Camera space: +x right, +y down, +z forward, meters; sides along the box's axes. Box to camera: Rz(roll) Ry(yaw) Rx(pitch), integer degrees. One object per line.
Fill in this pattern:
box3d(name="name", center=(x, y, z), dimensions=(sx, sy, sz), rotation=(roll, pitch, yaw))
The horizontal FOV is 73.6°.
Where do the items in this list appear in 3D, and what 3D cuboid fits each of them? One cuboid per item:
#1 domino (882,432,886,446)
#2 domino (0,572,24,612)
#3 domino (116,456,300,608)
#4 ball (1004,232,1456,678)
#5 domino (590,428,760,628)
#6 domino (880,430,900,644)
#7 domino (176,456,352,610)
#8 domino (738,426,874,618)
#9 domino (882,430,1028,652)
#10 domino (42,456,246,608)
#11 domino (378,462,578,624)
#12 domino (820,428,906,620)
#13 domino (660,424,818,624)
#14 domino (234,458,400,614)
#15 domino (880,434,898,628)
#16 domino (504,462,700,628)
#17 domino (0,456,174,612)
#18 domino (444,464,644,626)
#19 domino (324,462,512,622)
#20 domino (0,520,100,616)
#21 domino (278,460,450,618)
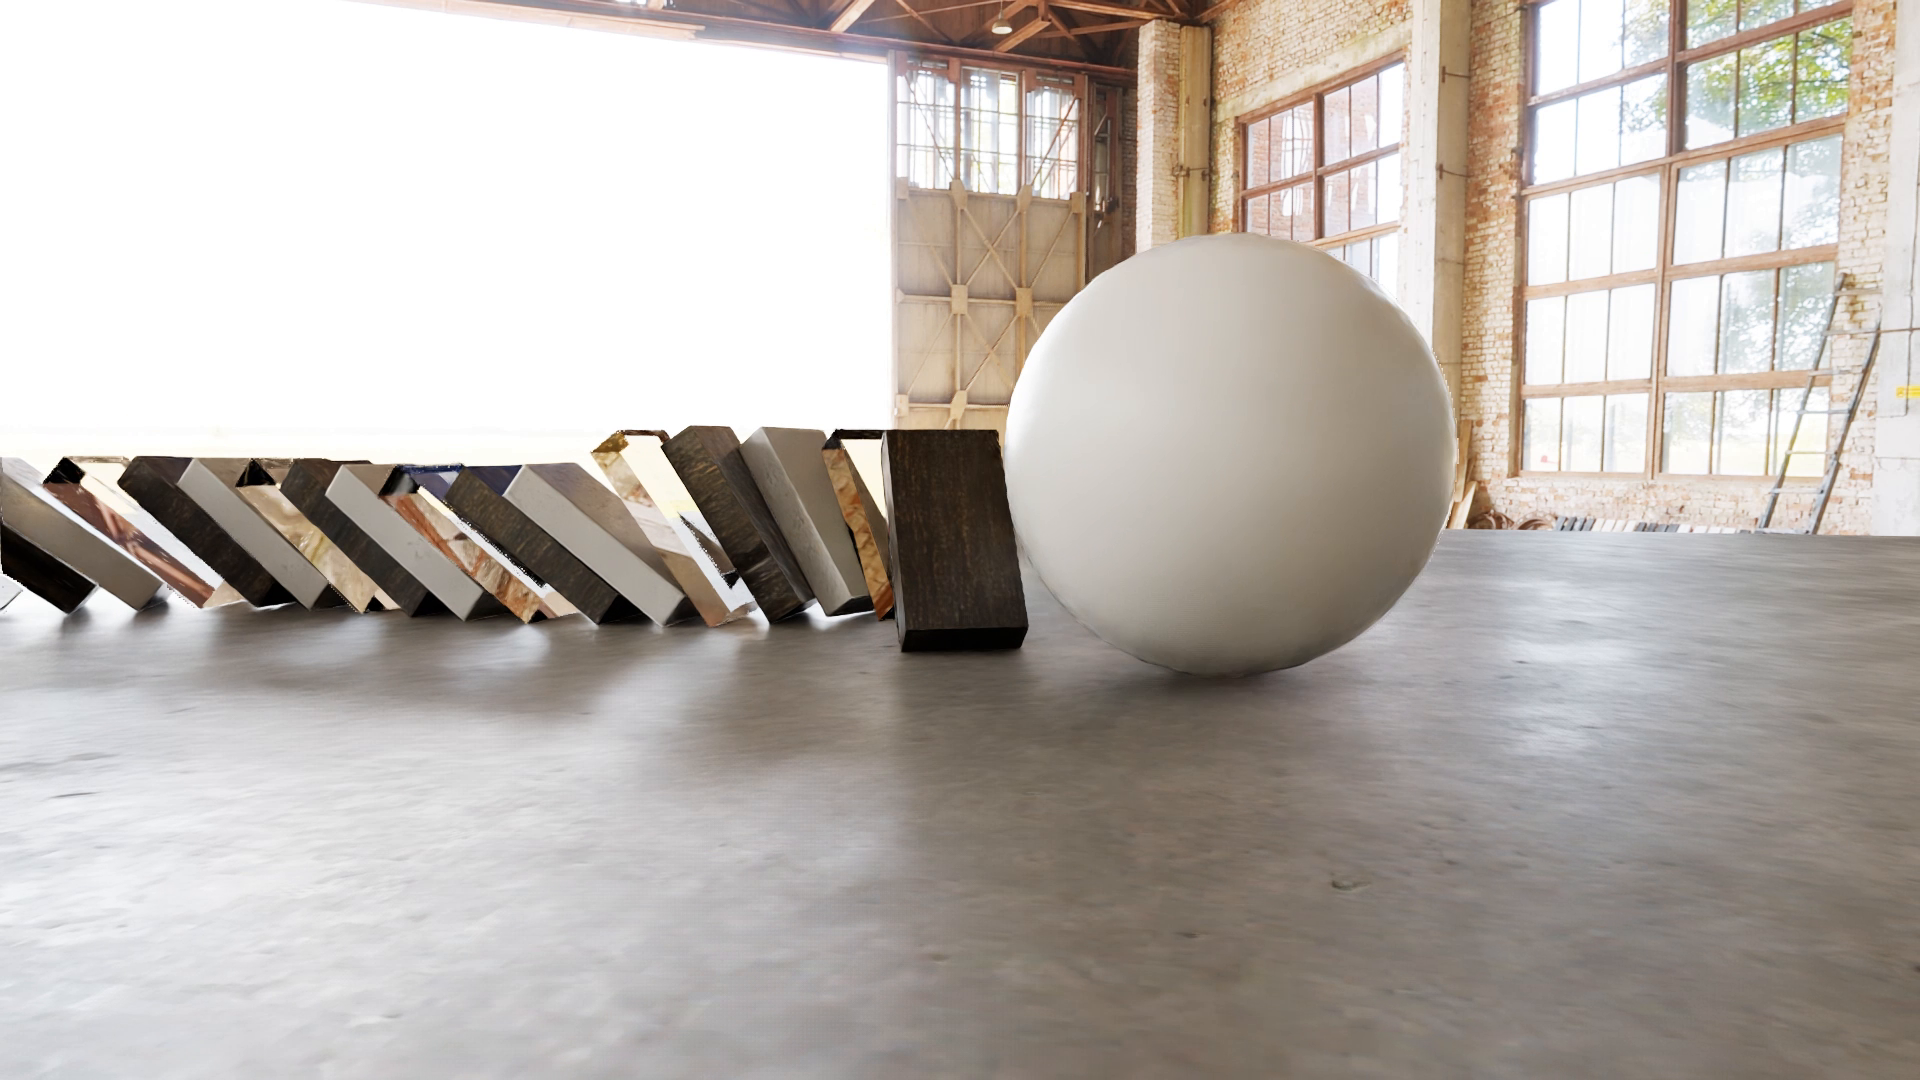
box3d(name="domino", center=(-0.003, -0.003, 0.297), dimensions=(0.025, 0.050, 0.010), rotation=(-1, -33, -11))
box3d(name="domino", center=(-0.254, -0.001, 0.310), dimensions=(0.050, 0.010, 0.025), rotation=(45, -21, -29))
box3d(name="domino", center=(-0.194, -0.003, 0.341), dimensions=(0.050, 0.009, 0.025), rotation=(40, 7, 4))
box3d(name="ball", center=(0.048, -0.015, 0.234), dimensions=(0.080, 0.080, 0.080), rotation=(0, 4, 0))
box3d(name="domino", center=(-0.066, -0.004, 0.309), dimensions=(0.010, 0.050, 0.025), rotation=(-36, -4, 12))
box3d(name="domino", center=(-0.003, -0.002, 0.285), dimensions=(0.025, 0.050, 0.009), rotation=(-1, -32, -11))
box3d(name="domino", center=(-0.178, -0.002, 0.339), dimensions=(0.050, 0.010, 0.025), rotation=(40, 11, 8))
box3d(name="domino", center=(-0.034, -0.005, 0.325), dimensions=(0.009, 0.050, 0.025), rotation=(-38, -17, 28))
box3d(name="domino", center=(-0.002, -0.001, 0.274), dimensions=(0.025, 0.050, 0.010), rotation=(-1, -32, -11))
box3d(name="domino", center=(-0.211, -0.003, 0.339), dimensions=(0.050, 0.009, 0.025), rotation=(40, 1, -4))
box3d(name="domino", center=(-0.116, 0.000, 0.318), dimensions=(0.050, 0.010, 0.025), rotation=(38, 13, 9))
box3d(name="domino", center=(-0.015, -0.005, 0.322), dimensions=(0.025, 0.050, 0.010), rotation=(-3, -30, -34))
box3d(name="domino", center=(-0.052, -0.005, 0.315), dimensions=(0.009, 0.050, 0.025), rotation=(-33, -3, 12))
box3d(name="domino", center=(-0.162, -0.002, 0.336), dimensions=(0.050, 0.009, 0.025), rotation=(41, 14, 11))
box3d(name="domino", center=(-0.005, -0.004, 0.309), dimensions=(0.025, 0.050, 0.009), rotation=(-1, -33, -11))
box3d(name="domino", center=(-0.083, 0.000, 0.312), dimensions=(0.050, 0.009, 0.025), rotation=(38, 11, 6))
box3d(name="domino", center=(-0.227, -0.002, 0.330), dimensions=(0.050, 0.009, 0.025), rotation=(41, -8, -16))
box3d(name="domino", center=(-0.099, 0.000, 0.316), dimensions=(0.050, 0.009, 0.025), rotation=(38, 12, 9))
box3d(name="domino", center=(-0.131, 0.000, 0.323), dimensions=(0.050, 0.009, 0.025), rotation=(39, 14, 11))
box3d(name="domino", center=(-0.241, -0.001, 0.321), dimensions=(0.050, 0.009, 0.025), rotation=(42, -14, -23))
box3d(name="domino", center=(-0.147, -0.001, 0.330), dimensions=(0.050, 0.010, 0.025), rotation=(40, 14, 11))
